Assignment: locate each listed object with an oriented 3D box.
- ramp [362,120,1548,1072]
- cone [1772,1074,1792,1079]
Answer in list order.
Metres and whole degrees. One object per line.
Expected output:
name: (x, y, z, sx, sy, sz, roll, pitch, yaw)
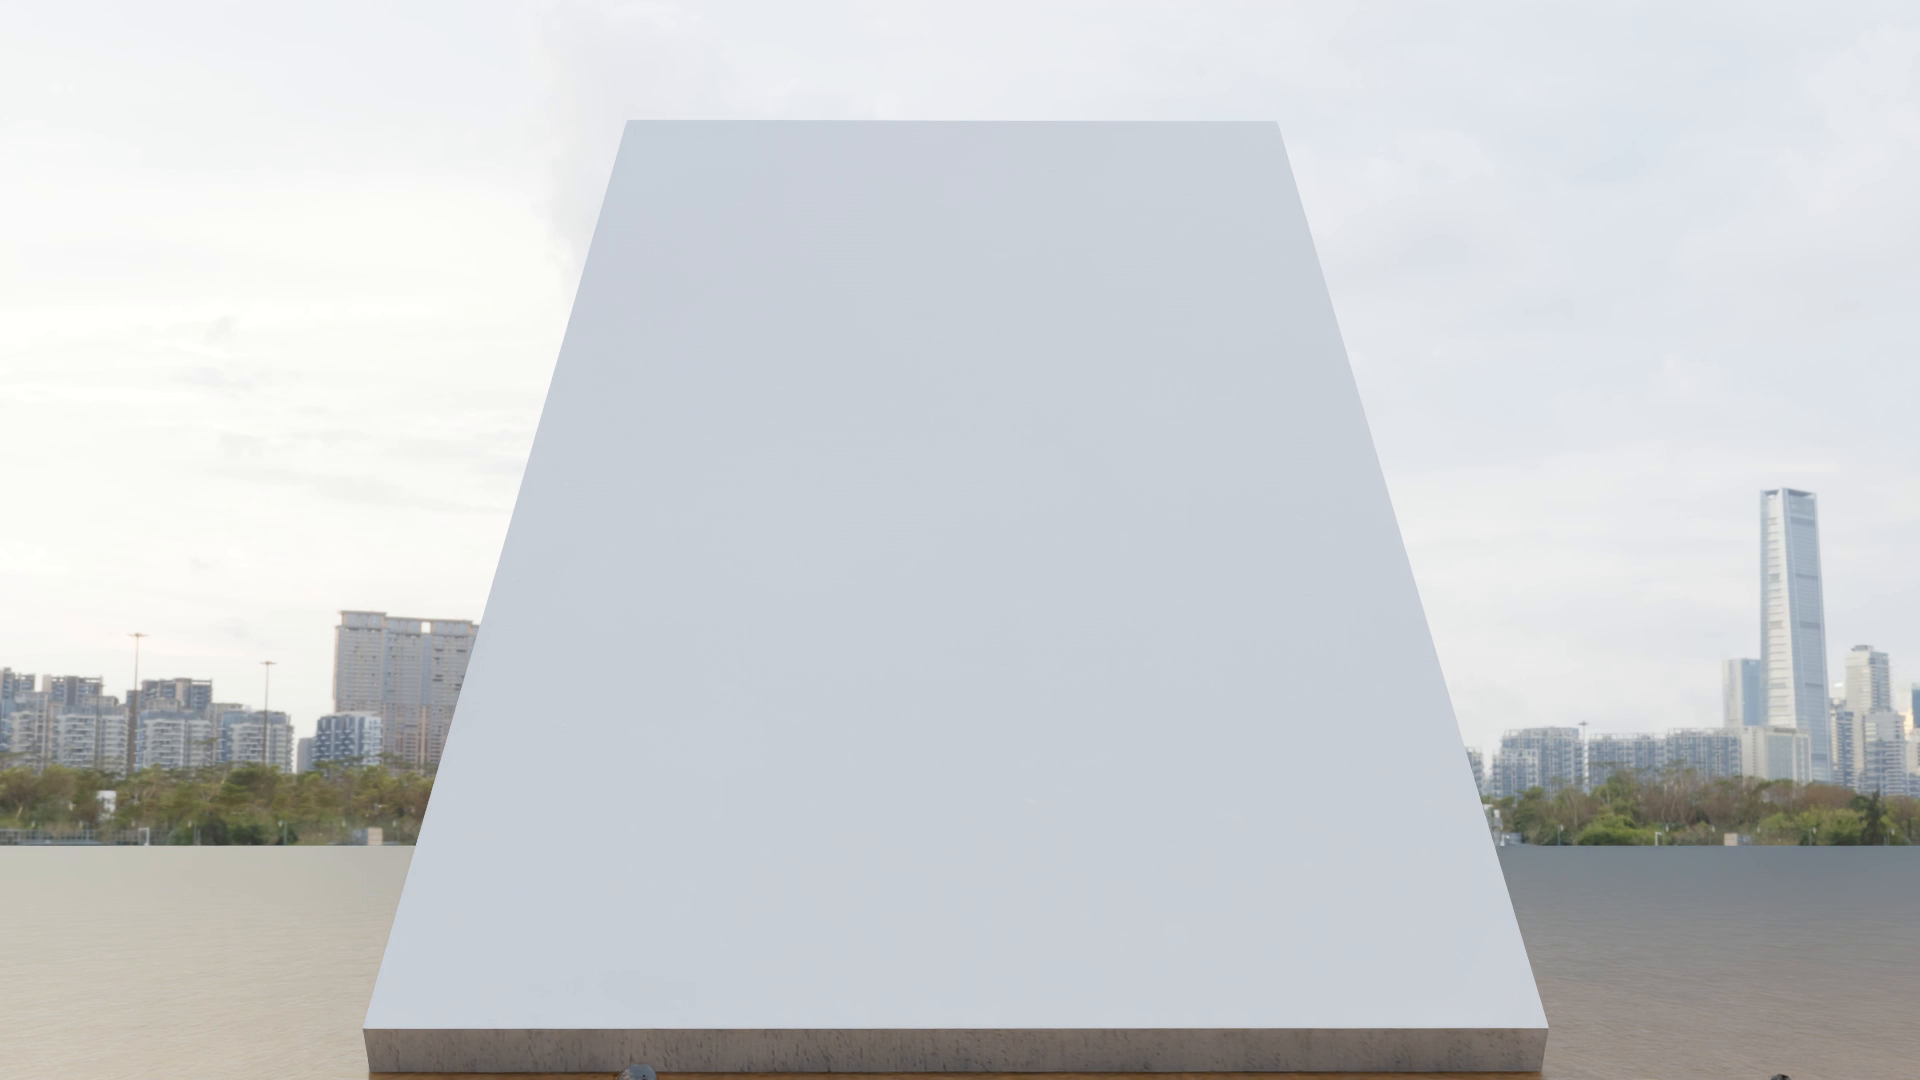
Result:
ramp: (-0.015, -0.191, 5.845, 2.000, 0.100, 4.000, 0, 32, 0)
cone: (1.154, 0.807, 3.480, 0.070, 0.070, 0.070, 5, -35, -33)
